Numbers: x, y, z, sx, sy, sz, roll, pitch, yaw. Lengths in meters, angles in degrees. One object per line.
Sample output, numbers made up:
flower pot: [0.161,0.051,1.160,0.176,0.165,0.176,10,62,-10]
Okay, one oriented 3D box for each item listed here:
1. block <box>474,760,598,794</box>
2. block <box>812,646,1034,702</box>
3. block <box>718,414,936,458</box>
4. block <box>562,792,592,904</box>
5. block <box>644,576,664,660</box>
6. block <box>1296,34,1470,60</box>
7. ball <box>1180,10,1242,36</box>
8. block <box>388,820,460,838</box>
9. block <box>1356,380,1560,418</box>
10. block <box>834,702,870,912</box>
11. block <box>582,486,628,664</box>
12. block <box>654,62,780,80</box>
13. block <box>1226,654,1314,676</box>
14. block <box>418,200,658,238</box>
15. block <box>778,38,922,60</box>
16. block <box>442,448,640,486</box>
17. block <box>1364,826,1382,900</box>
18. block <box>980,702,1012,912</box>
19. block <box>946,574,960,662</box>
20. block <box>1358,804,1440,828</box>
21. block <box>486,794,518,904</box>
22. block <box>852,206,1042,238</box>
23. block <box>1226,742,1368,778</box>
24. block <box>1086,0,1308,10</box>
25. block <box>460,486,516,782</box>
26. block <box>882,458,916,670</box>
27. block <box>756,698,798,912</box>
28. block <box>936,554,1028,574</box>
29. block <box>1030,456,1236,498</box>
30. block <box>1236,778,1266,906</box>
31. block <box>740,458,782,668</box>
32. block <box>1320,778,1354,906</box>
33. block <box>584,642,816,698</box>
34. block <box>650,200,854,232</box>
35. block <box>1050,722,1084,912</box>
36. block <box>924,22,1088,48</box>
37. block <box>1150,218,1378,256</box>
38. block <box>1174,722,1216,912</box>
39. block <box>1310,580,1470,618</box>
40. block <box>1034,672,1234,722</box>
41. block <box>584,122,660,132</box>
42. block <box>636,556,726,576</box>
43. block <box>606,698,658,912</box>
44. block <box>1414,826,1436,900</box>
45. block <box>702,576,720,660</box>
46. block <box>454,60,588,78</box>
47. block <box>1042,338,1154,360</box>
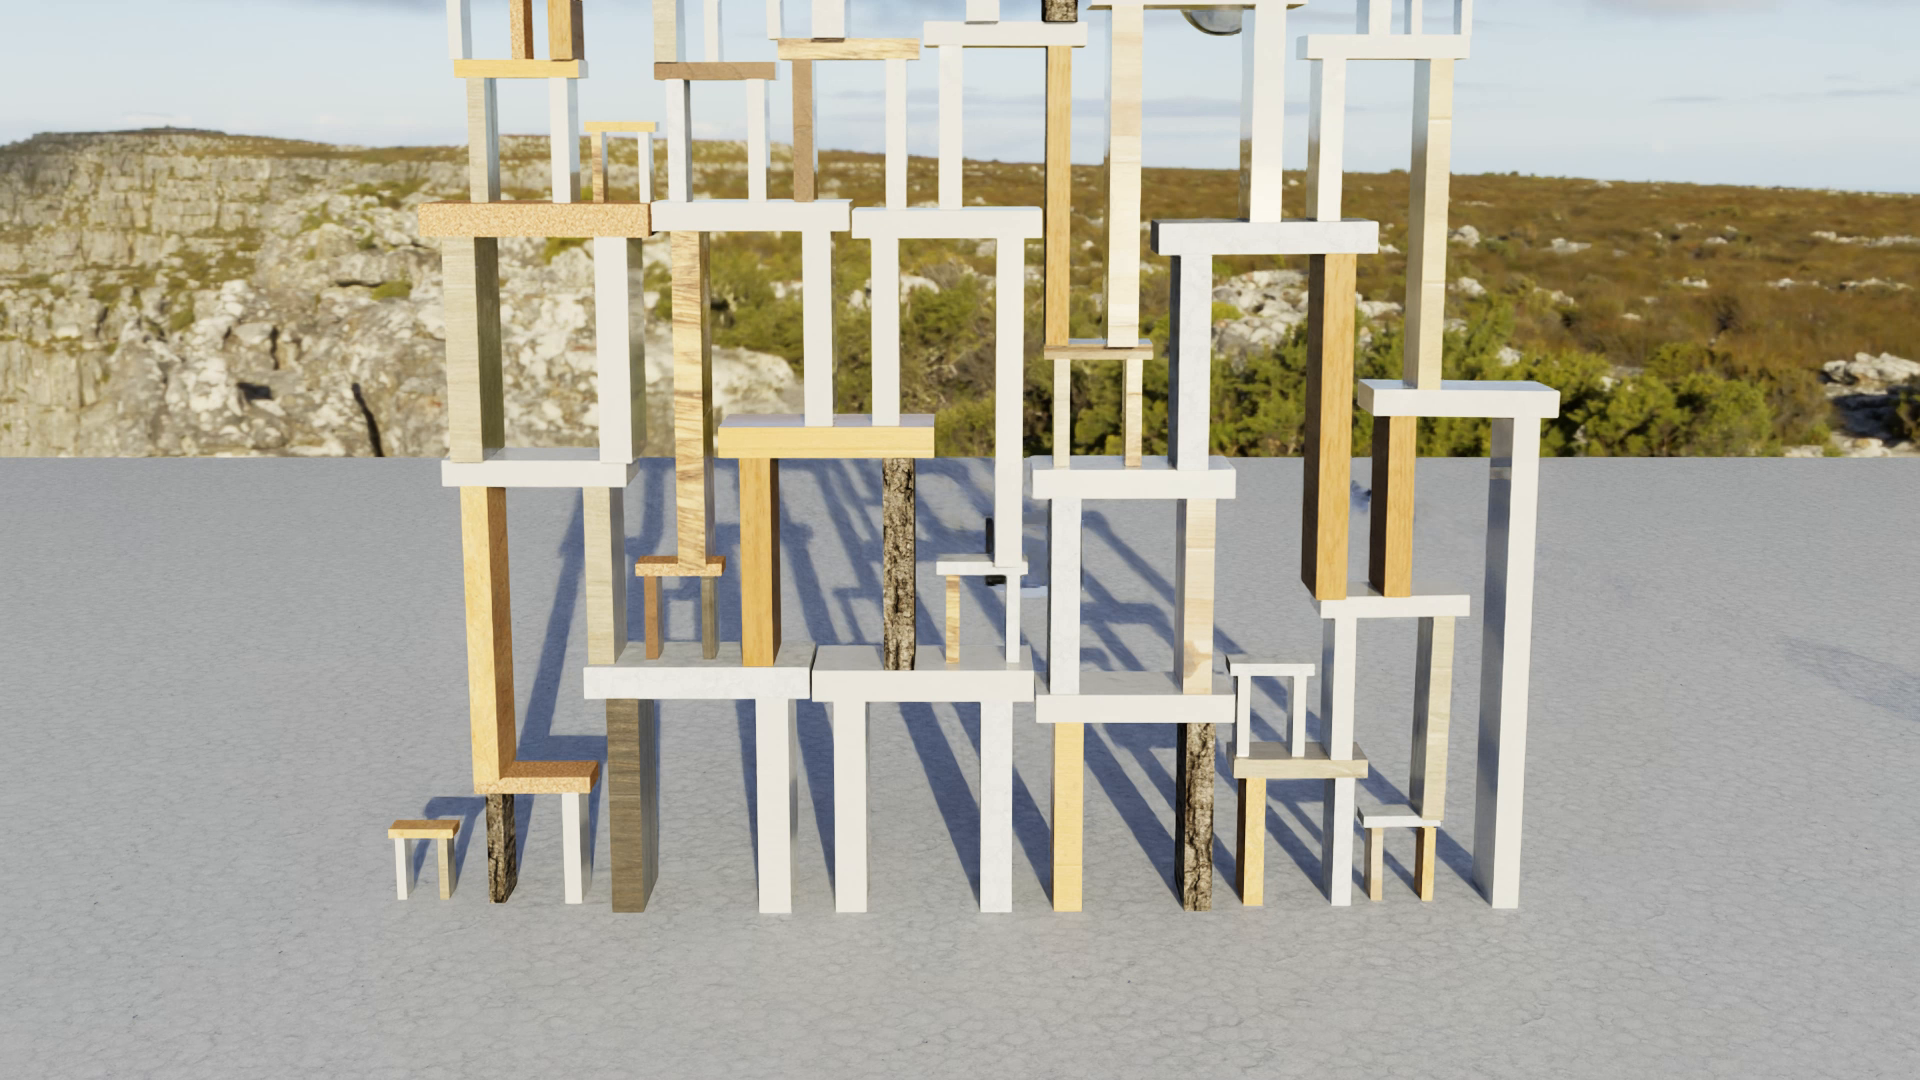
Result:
block: [-0.698,0.392,3.633,0.188,0.027,0.094,0,11,0]
block: [-0.059,0.217,3.600,0.354,0.050,0.177,0,11,0]
block: [-0.210,-0.168,3.526,0.338,0.048,0.169,0,11,0]
block: [-0.636,0.497,3.653,0.027,0.188,0.094,0,11,0]
block: [-0.498,0.119,3.582,0.020,0.138,0.069,0,11,0]
block: [0.654,-0.763,3.411,0.247,0.035,0.123,0,11,0]
ball: [0.803,-1.688,6.726,0.289,0.289,0.289,0,11,0]
block: [-0.888,0.479,3.648,0.105,0.015,0.053,0,11,0]
block: [0.794,-0.227,3.519,0.291,0.041,0.145,1,11,0]
block: [-0.177,0.416,3.637,0.050,0.354,0.177,0,11,0]
block: [-0.575,0.044,3.569,0.041,0.290,0.145,0,11,0]
block: [-0.377,-0.729,3.420,0.186,0.026,0.093,0,11,0]
block: [0.506,0.204,3.594,0.136,0.019,0.068,0,11,0]
block: [-0.655,-0.507,3.459,0.351,0.050,0.176,0,11,0]
block: [-0.170,-0.761,3.411,0.217,0.031,0.108,0,11,1]
block: [-0.672,-0.118,3.538,0.290,0.041,0.145,0,11,0]
block: [0.687,0.528,3.655,0.018,0.126,0.063,-1,11,0]
block: [0.059,0.416,3.637,0.050,0.354,0.177,0,11,0]
block: [-0.012,0.121,3.585,0.021,0.146,0.073,0,11,0]
block: [0.727,0.457,3.643,0.126,0.018,0.063,-1,11,1]
block: [-0.762,0.497,3.653,0.027,0.188,0.094,0,11,0]
block: [-0.020,-0.501,3.465,0.293,0.042,0.147,0,11,0]
block: [0.554,0.362,3.624,0.217,0.031,0.108,0,11,0]
block: [0.363,-0.847,3.398,0.328,0.046,0.164,0,11,0]
block: [-0.768,0.140,3.587,0.041,0.485,0.145,0,11,0]
block: [-0.097,0.024,3.562,0.048,0.344,0.169,0,11,0]
block: [-0.301,0.414,3.635,0.051,0.359,0.180,0,11,0]
block: [0.036,0.039,3.569,0.146,0.021,0.073,0,10,0]
block: [0.274,-0.102,3.541,0.319,0.045,0.159,0,11,0]
block: [0.482,0.484,3.647,0.031,0.217,0.108,0,11,0]
block: [-0.322,0.021,3.561,0.048,0.337,0.169,0,11,0]
block: [0.626,0.484,3.647,0.031,0.217,0.108,0,11,0]
block: [-0.421,0.212,3.598,0.359,0.051,0.180,0,11,0]
block: [-0.323,-0.512,3.462,0.304,0.043,0.152,0,11,0]
block: [0.176,0.435,3.636,0.045,0.318,0.159,0,11,0]
block: [0.069,-0.783,3.410,0.249,0.035,0.125,0,11,0]
block: [0.476,-0.479,3.467,0.337,0.048,0.168,0,11,1]
block: [0.387,0.435,3.636,0.045,0.318,0.159,0,11,0]
block: [0.697,0.096,3.576,0.237,0.034,0.118,-1,11,1]
block: [0.281,0.256,3.603,0.318,0.045,0.159,0,11,0]
block: [-0.527,-0.645,3.434,0.109,0.015,0.054,0,11,0]
block: [-0.453,0.042,3.569,0.138,0.020,0.069,0,11,0]
block: [-0.540,0.414,3.635,0.051,0.359,0.180,0,11,0]
block: [0.773,0.528,3.656,0.018,0.126,0.063,1,11,0]
block: [-0.407,0.119,3.582,0.020,0.138,0.069,0,11,0]
block: [-0.681,-0.733,3.421,0.191,0.027,0.095,0,11,0]
block: [0.218,-0.305,3.503,0.171,0.024,0.086,0,11,0]
